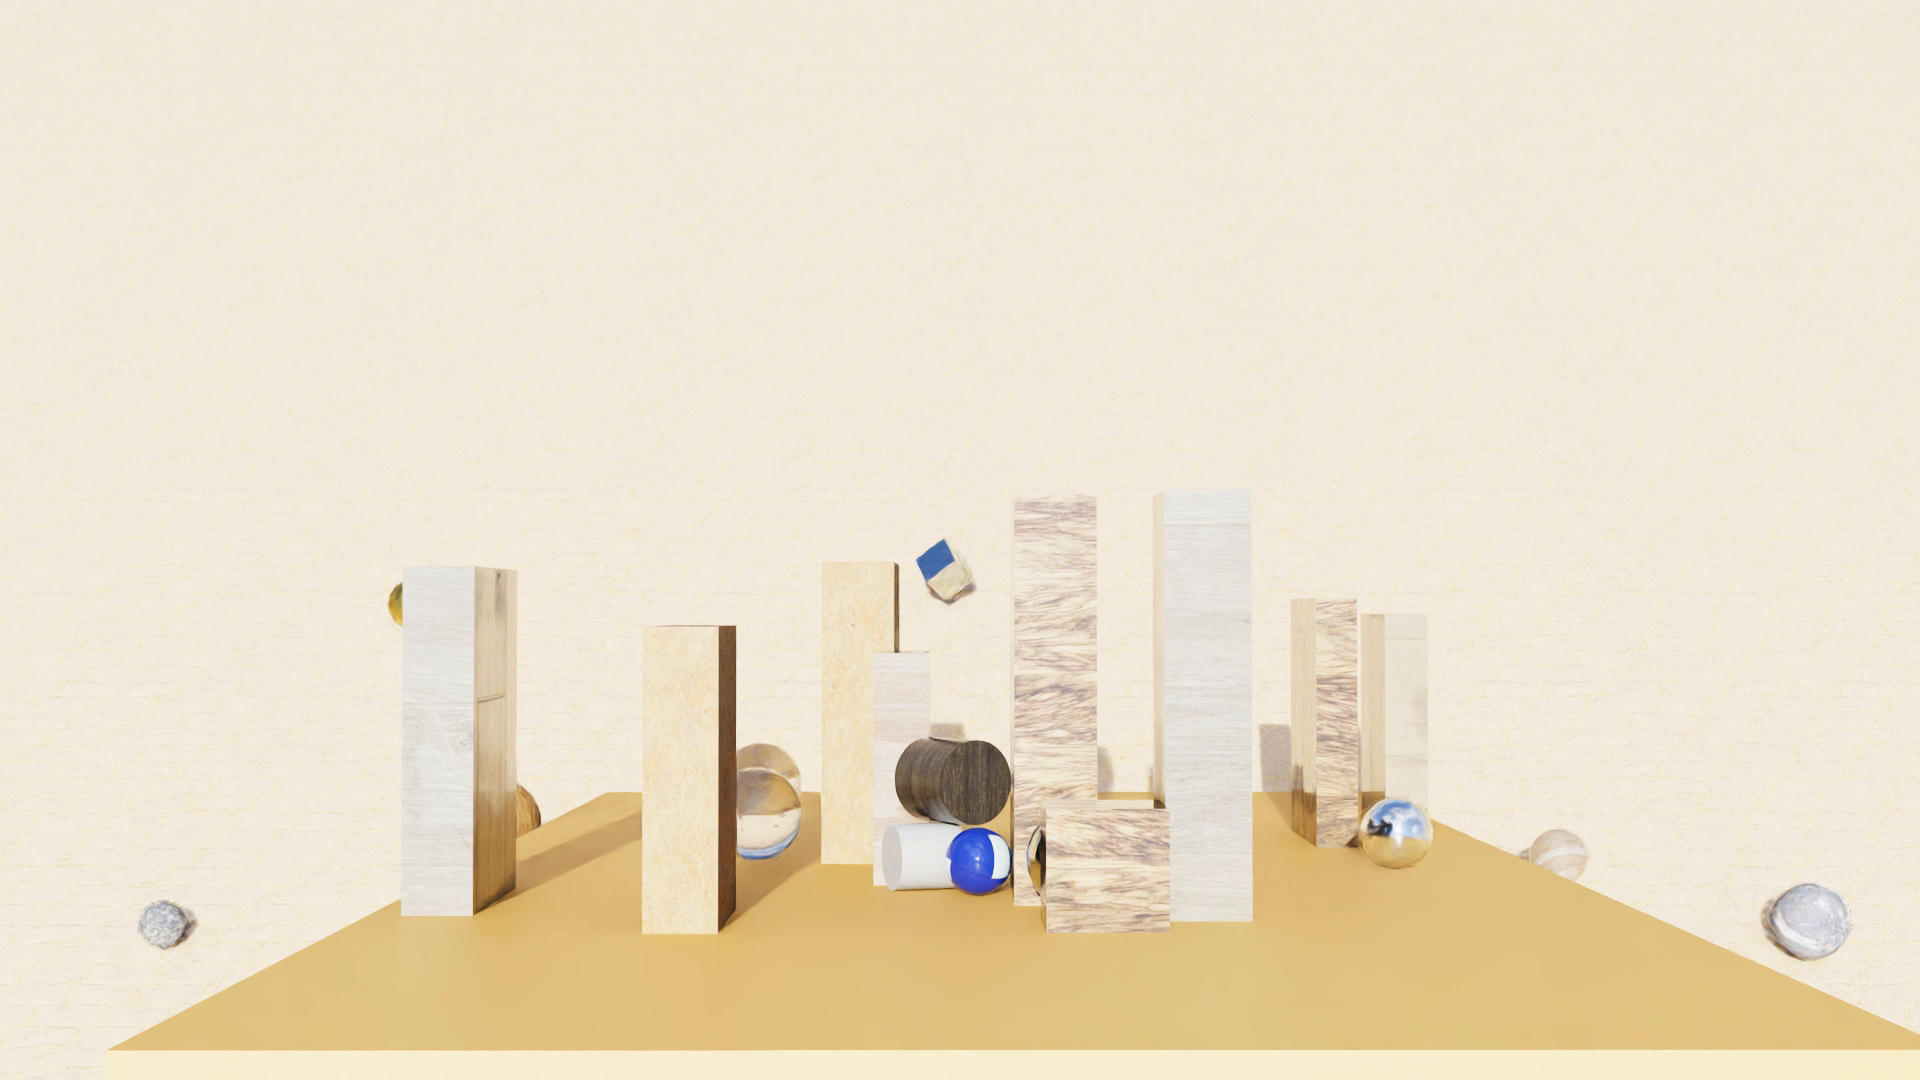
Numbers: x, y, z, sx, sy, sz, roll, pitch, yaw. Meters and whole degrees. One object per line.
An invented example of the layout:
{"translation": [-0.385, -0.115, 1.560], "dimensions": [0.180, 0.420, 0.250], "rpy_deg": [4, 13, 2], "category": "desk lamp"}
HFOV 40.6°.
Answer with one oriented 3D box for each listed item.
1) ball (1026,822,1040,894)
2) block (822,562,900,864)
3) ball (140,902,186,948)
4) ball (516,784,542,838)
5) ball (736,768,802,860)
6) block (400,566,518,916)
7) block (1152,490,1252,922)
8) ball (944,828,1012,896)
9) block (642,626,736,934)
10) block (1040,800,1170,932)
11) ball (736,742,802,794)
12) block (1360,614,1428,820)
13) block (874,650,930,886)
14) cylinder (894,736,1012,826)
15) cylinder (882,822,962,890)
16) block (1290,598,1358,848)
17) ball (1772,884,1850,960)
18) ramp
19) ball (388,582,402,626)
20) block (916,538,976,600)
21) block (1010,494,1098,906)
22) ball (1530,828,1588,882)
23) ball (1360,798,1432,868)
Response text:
{"translation": [0.189, 0.502, 4.098], "dimensions": [0.169, 0.169, 0.169], "rpy_deg": [0, 34, 0], "category": "ball"}
{"translation": [-0.192, 0.330, 5.097], "dimensions": [0.136, 0.567, 0.441], "rpy_deg": [0, -2, 0], "category": "block"}
{"translation": [-1.971, 0.952, 6.421], "dimensions": [0.112, 0.112, 0.112], "rpy_deg": [0, 34, 0], "category": "ball"}
{"translation": [-1.097, 0.669, 6.172], "dimensions": [0.200, 0.200, 0.200], "rpy_deg": [0, 34, 0], "category": "ball"}
{"translation": [-0.389, 0.521, 4.938], "dimensions": [0.177, 0.177, 0.177], "rpy_deg": [0, 34, 0], "category": "ball"}
{"translation": [-0.816, 0.319, 4.251], "dimensions": [0.112, 0.545, 0.396], "rpy_deg": [0, -2, 0], "category": "block"}
{"translation": [0.381, 0.256, 4.100], "dimensions": [0.133, 0.661, 0.245], "rpy_deg": [0, -2, 0], "category": "block"}
{"translation": [0.031, 0.537, 4.339], "dimensions": [0.113, 0.113, 0.113], "rpy_deg": [0, 34, 0], "category": "ball"}
{"translation": [-0.412, 0.358, 3.983], "dimensions": [0.111, 0.452, 0.314], "rpy_deg": [0, -2, 0], "category": "block"}
{"translation": [0.217, 0.491, 3.923], "dimensions": [0.182, 0.182, 0.182], "rpy_deg": [0, -2, -1], "category": "block"}
{"translation": [-0.447, 0.545, 5.855], "dimensions": [0.178, 0.178, 0.178], "rpy_deg": [0, 34, 0], "category": "ball"}
{"translation": [0.955, 0.396, 5.721], "dimensions": [0.091, 0.468, 0.331], "rpy_deg": [0, -2, 0], "category": "block"}
{"translation": [-0.102, 0.401, 4.648], "dimensions": [0.095, 0.401, 0.312], "rpy_deg": [0, -2, 0], "category": "block"}
{"translation": [-0.013, 0.411, 4.434], "dimensions": [0.144, 0.144, 0.144], "rpy_deg": [-26, 13, -32], "category": "cylinder"}
{"translation": [-0.062, 0.539, 4.425], "dimensions": [0.114, 0.114, 0.114], "rpy_deg": [1, 33, -20], "category": "cylinder"}
{"translation": [0.757, 0.372, 5.410], "dimensions": [0.083, 0.500, 0.398], "rpy_deg": [0, -2, 0], "category": "block"}
{"translation": [2.089, 0.938, 6.378], "dimensions": [0.185, 0.185, 0.185], "rpy_deg": [0, 34, 0], "category": "ball"}
{"translation": [0.076, 0.656, 4.805], "dimensions": [2.000, 0.100, 4.000], "rpy_deg": [0, -2, 0], "category": "ramp"}
{"translation": [-1.582, 0.186, 7.514], "dimensions": [0.146, 0.146, 0.146], "rpy_deg": [0, 34, 0], "category": "ball"}
{"translation": [-0.043, 0.086, 7.569], "dimensions": [0.107, 0.107, 0.107], "rpy_deg": [-38, 42, 11], "category": "block"}
{"translation": [0.154, 0.262, 4.352], "dimensions": [0.134, 0.664, 0.326], "rpy_deg": [0, -2, 0], "category": "block"}
{"translation": [1.473, 0.781, 6.387], "dimensions": [0.141, 0.141, 0.141], "rpy_deg": [0, 34, 0], "category": "ball"}
{"translation": [0.804, 0.539, 4.779], "dimensions": [0.131, 0.131, 0.131], "rpy_deg": [0, 34, 0], "category": "ball"}
